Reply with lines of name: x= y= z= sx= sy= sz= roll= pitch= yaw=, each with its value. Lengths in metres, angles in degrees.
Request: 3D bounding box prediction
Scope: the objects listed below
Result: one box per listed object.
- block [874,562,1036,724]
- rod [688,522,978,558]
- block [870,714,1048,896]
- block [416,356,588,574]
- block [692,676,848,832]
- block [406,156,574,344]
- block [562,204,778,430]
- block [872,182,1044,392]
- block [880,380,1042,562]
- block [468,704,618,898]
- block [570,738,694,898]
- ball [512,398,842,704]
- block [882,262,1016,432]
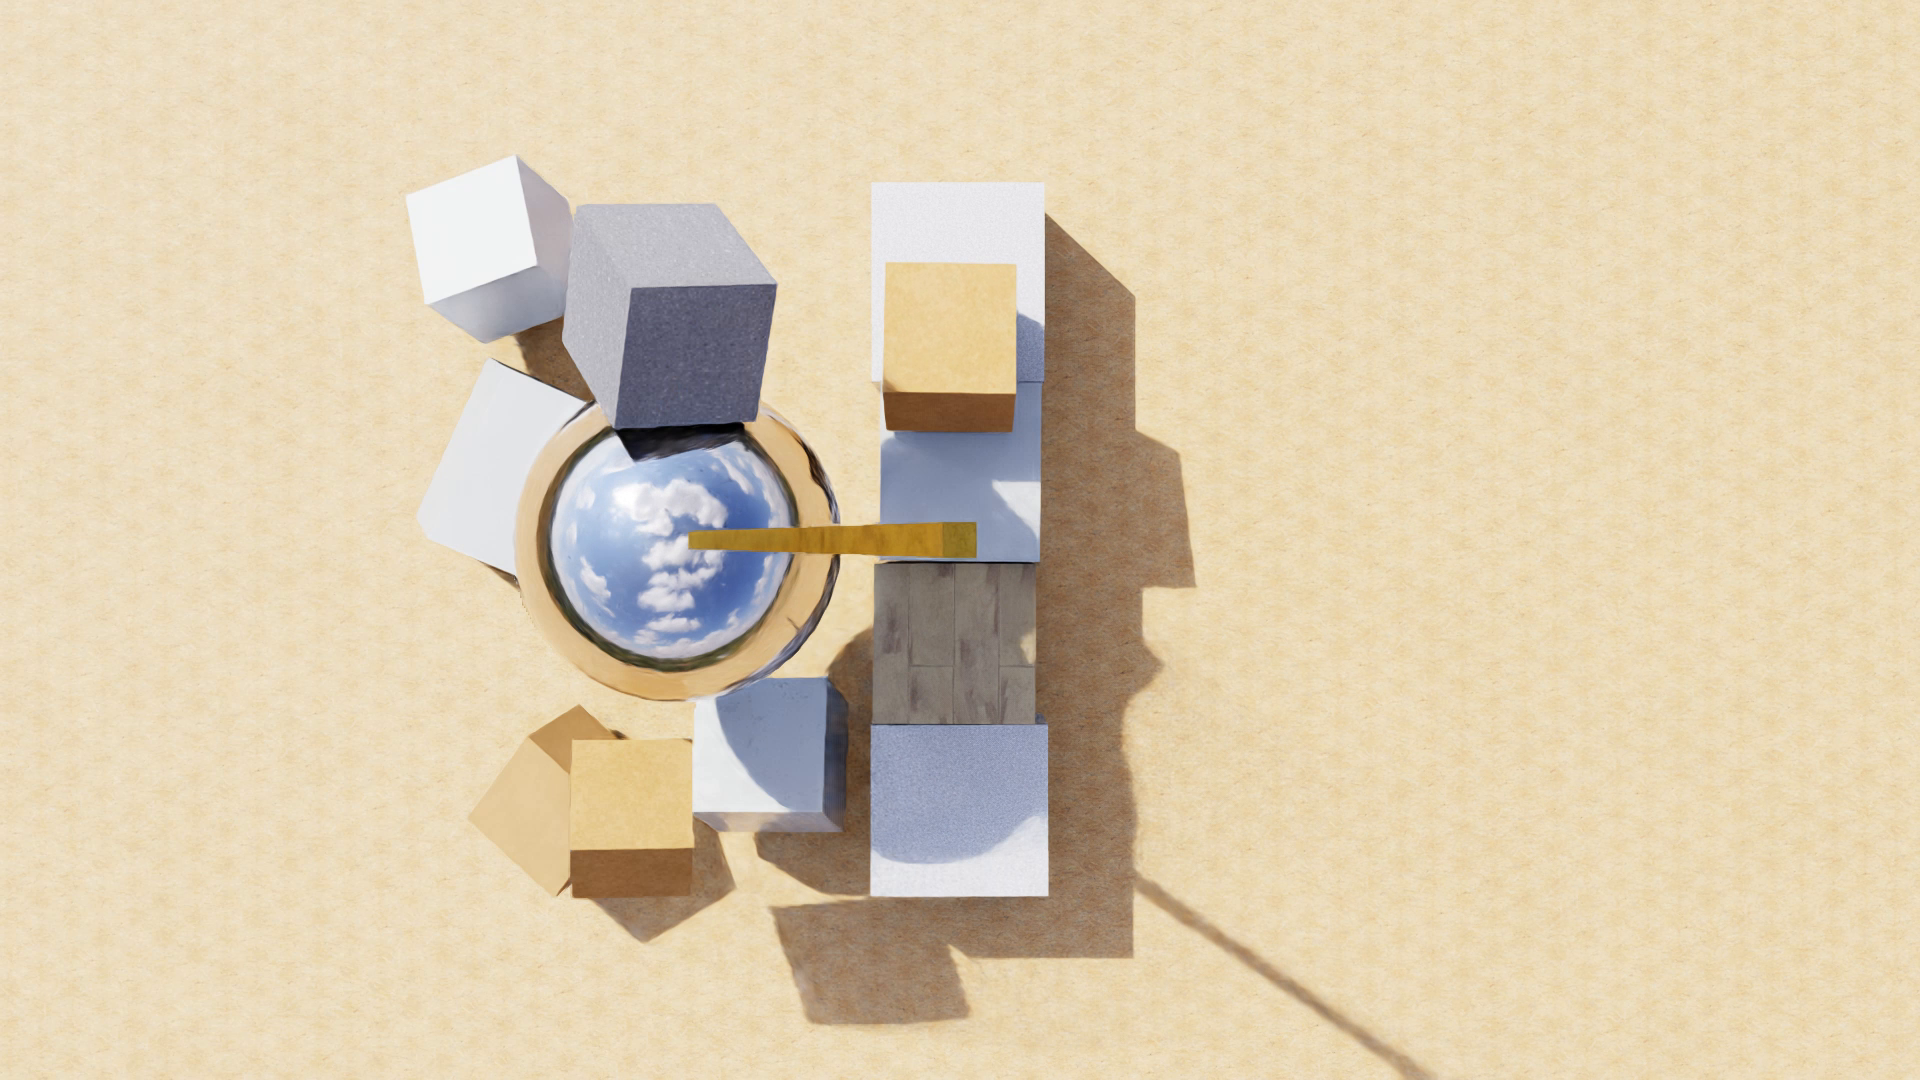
block: x=-0.031 y=0.574 z=12.584 sx=0.896 sy=0.832 sz=0.889 roll=0 pitch=90 yaw=0
rod: x=-0.597 y=0.000 z=7.472 sx=0.080 sy=5.200 sz=0.080 roll=0 pitch=90 yaw=-13
block: x=-0.003 y=1.499 z=12.592 sx=0.981 sy=0.816 sz=0.950 roll=0 pitch=90 yaw=0
block: x=-2.384 y=-0.349 z=12.398 sx=0.940 sy=0.942 sz=1.013 roll=24 pitch=90 yaw=-20
block: x=-1.062 y=1.223 z=12.423 sx=0.735 sy=0.728 sz=0.749 roll=-1 pitch=74 yaw=7
block: x=-2.596 y=-1.624 z=12.395 sx=0.682 sy=0.680 sz=0.679 roll=-18 pitch=72 yaw=11
block: x=-1.368 y=-1.055 z=10.250 sx=0.691 sy=0.839 sz=0.717 roll=-5 pitch=125 yaw=-27
block: x=-0.011 y=-1.425 z=12.567 sx=0.955 sy=0.866 sz=1.097 roll=0 pitch=90 yaw=0
block: x=0.002 y=-0.375 z=12.514 sx=0.880 sy=0.973 sz=0.981 roll=1 pitch=90 yaw=0
block: x=-2.247 y=1.482 z=12.554 sx=0.672 sy=0.598 sz=0.679 roll=41 pitch=113 yaw=5
block: x=-1.679 y=1.429 z=11.264 sx=0.605 sy=0.635 sz=0.598 roll=0 pitch=59 yaw=-8
ball: x=-1.377 y=0.000 z=10.781 sx=1.600 sy=1.600 sz=1.600 roll=0 pitch=90 yaw=0
block: x=-0.052 y=-1.020 z=11.723 sx=0.687 sy=0.666 sz=0.714 roll=1 pitch=75 yaw=0
